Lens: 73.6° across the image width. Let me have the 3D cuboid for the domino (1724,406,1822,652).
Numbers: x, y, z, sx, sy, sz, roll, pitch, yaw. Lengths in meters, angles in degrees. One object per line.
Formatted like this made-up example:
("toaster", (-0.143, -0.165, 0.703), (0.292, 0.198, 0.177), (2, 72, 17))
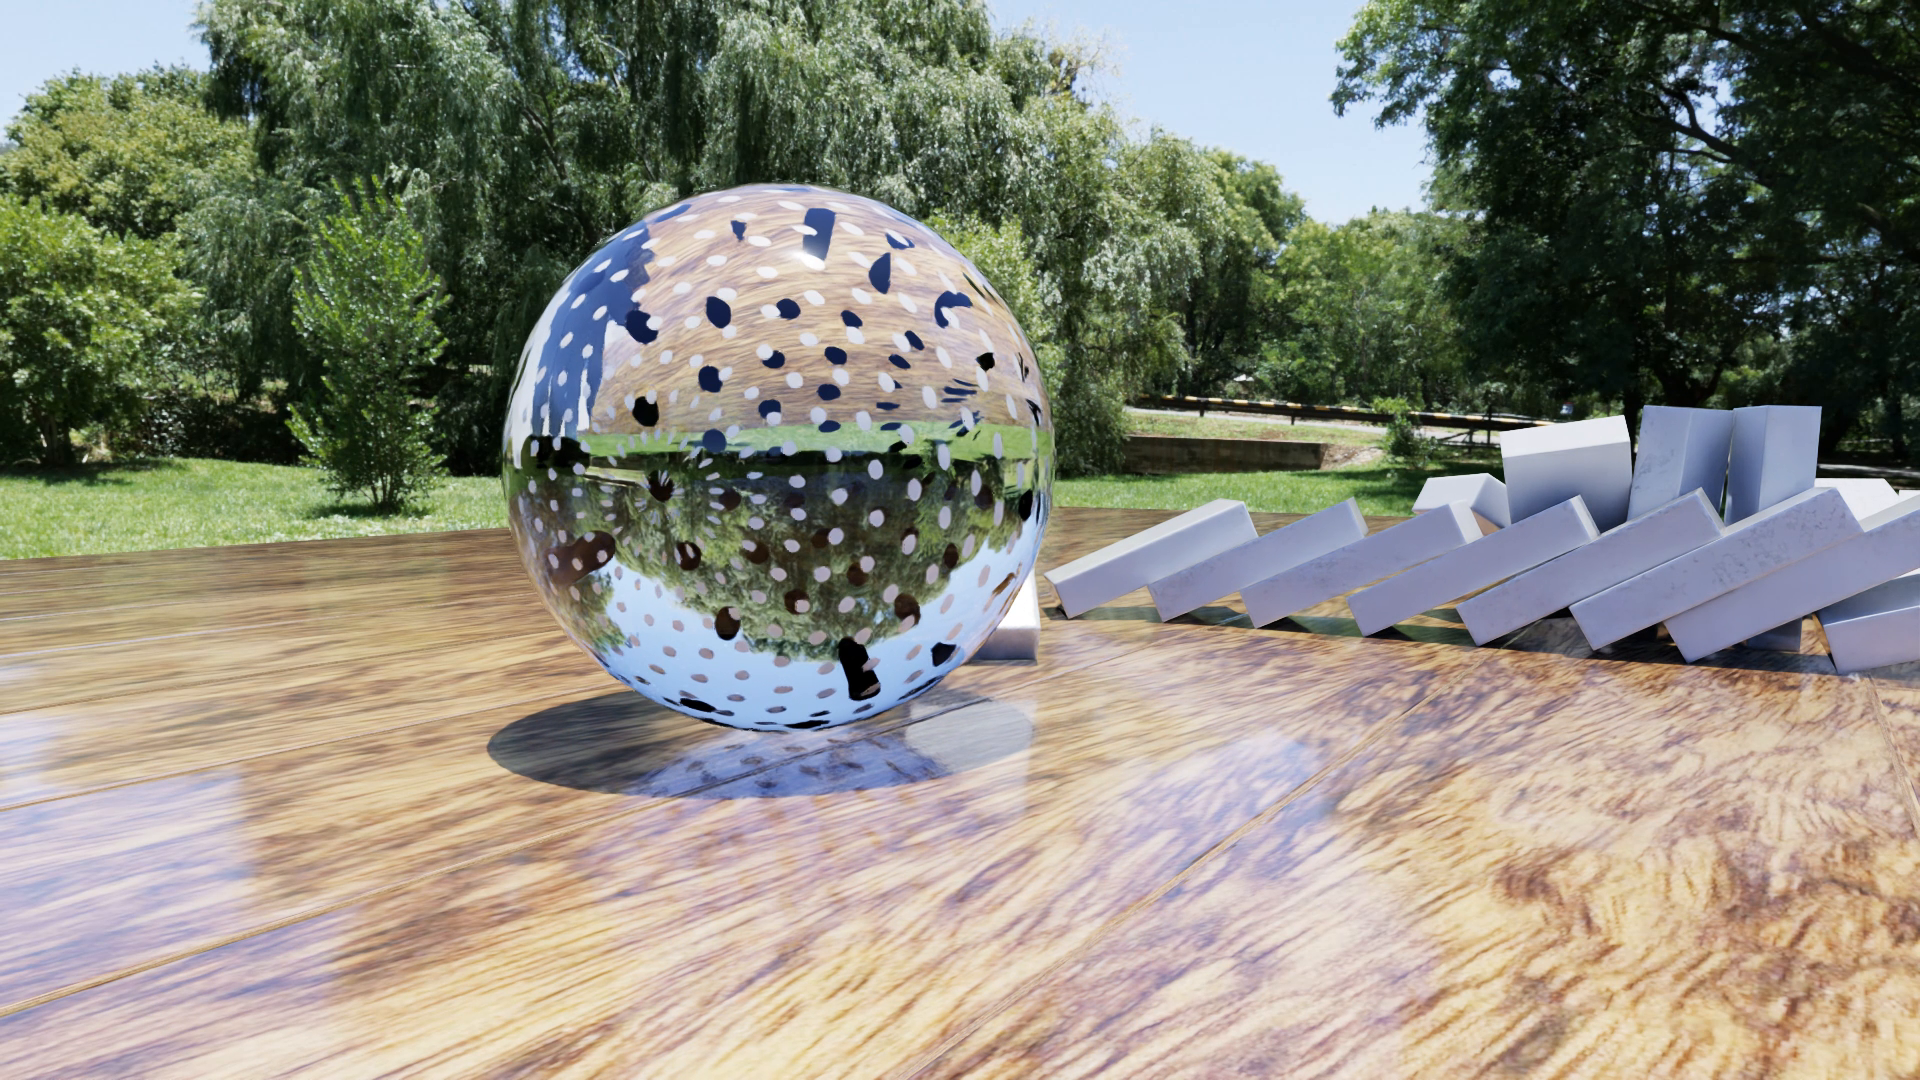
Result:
("domino", (0.172, -0.003, 0.274), (0.010, 0.050, 0.025), (3, 5, 17))

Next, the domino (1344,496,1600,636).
("domino", (0.112, 0.006, 0.282), (0.050, 0.009, 0.025), (-29, -10, 29))

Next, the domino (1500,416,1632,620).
("domino", (0.139, -0.004, 0.293), (0.025, 0.050, 0.010), (-7, 38, 24))

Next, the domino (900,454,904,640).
("domino", (-0.001, 0.000, 0.295), (0.025, 0.010, 0.050), (0, 45, -4))

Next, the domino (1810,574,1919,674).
("domino", (0.187, 0.012, 0.235), (0.050, 0.010, 0.025), (-18, 2, 29))

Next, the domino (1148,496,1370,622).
("domino", (0.072, 0.005, 0.308), (0.050, 0.010, 0.025), (-25, -5, 20))

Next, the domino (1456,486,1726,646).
("domino", (0.131, 0.006, 0.268), (0.050, 0.010, 0.025), (-32, -12, 30))

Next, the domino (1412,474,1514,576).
("domino", (0.141, 0.001, 0.319), (0.050, 0.009, 0.025), (30, -6, -10))

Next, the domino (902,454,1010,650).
("domino", (0.000, 0.002, 0.280), (0.025, 0.009, 0.050), (0, 45, -4))

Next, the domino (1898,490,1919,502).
("domino", (0.222, 0.005, 0.285), (0.025, 0.010, 0.050), (4, 33, 38))

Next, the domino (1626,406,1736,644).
("domino", (0.157, -0.004, 0.282), (0.025, 0.050, 0.009), (-4, 12, -40))

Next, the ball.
("ball", (-0.026, -0.012, 0.190), (0.080, 0.080, 0.080), (0, 4, 0))

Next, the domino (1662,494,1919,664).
("domino", (0.164, 0.007, 0.249), (0.050, 0.010, 0.025), (-31, -12, 27))

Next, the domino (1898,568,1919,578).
("domino", (0.210, 0.008, 0.263), (0.050, 0.010, 0.025), (-33, 22, -29))

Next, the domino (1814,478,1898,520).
("domino", (0.220, 0.002, 0.312), (0.025, 0.009, 0.050), (1, 35, 9))

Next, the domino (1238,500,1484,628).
("domino", (0.092, 0.006, 0.295), (0.050, 0.009, 0.025), (-26, -9, 28))

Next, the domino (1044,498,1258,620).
("domino", (0.047, 0.004, 0.322), (0.050, 0.009, 0.025), (-23, 4, 0))

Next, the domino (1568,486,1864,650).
("domino", (0.148, 0.006, 0.256), (0.050, 0.010, 0.025), (-31, -11, 24))

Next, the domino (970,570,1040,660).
("domino", (0.002, 0.003, 0.266), (0.025, 0.009, 0.050), (0, 45, -4))
